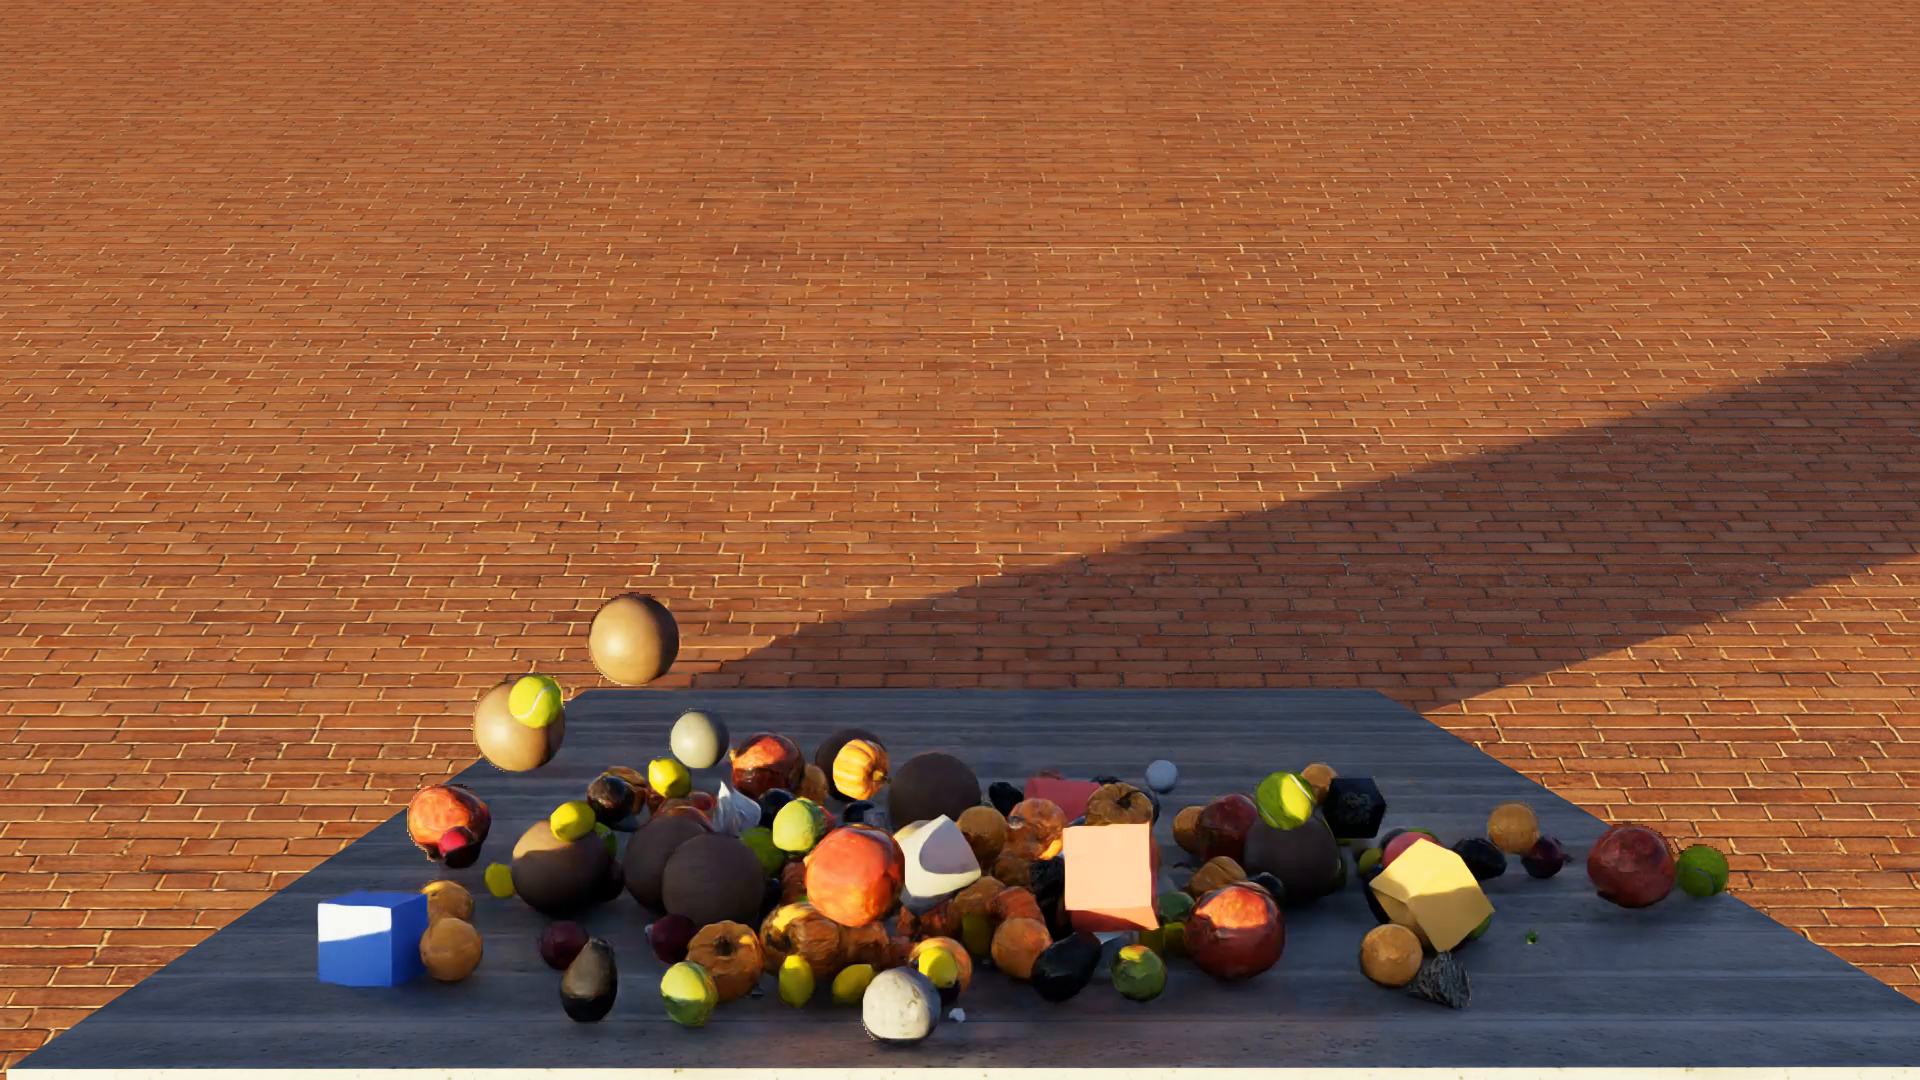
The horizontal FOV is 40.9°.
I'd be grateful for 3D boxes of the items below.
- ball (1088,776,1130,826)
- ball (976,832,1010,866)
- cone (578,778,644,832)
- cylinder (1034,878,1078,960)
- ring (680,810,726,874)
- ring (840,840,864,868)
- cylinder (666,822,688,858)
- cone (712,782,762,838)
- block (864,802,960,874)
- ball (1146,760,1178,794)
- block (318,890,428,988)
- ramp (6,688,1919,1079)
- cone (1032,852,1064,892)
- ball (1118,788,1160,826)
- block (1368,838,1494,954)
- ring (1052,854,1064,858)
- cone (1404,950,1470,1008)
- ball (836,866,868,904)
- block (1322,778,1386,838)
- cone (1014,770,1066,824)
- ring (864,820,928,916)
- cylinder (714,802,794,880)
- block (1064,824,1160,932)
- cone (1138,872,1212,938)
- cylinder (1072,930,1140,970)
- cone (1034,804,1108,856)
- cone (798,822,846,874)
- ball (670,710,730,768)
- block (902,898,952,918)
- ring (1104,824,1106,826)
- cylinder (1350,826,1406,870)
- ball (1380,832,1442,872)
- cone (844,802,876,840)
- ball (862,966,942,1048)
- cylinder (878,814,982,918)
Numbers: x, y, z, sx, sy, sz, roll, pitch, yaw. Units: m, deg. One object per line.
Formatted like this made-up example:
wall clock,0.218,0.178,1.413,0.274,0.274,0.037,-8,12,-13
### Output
ball,0.235,0.422,4.123,0.088,0.088,0.088,0,24,0
ball,0.048,0.453,3.774,0.050,0.050,0.050,0,24,0
cone,-0.546,0.445,4.123,0.093,0.093,0.093,27,29,5
cylinder,0.154,0.452,3.101,0.096,0.096,0.096,16,7,31
ring,-0.363,0.434,3.709,0.033,0.098,0.098,22,32,38
ring,-0.157,0.461,3.784,0.100,0.033,0.100,0,0,0
cylinder,-0.410,0.450,3.855,0.052,0.052,0.052,-1,24,-14
cone,-0.313,0.354,3.500,0.072,0.072,0.072,-10,39,8
block,-0.069,0.433,3.677,0.098,0.098,0.098,1,2,36
ball,0.358,0.420,4.567,0.060,0.060,0.060,0,24,0
block,-0.678,0.461,2.983,0.091,0.091,0.091,1,2,15
ramp,0.055,0.501,4.547,2.000,0.100,4.000,0,2,0
cone,0.099,0.398,3.165,0.051,0.051,0.051,-10,30,-22
ball,0.262,0.392,3.754,0.060,0.060,0.060,0,24,0
block,0.555,0.421,3.038,0.087,0.087,0.087,-39,19,-12
ring,0.165,0.464,3.620,0.117,0.039,0.117,0,2,0
cone,0.514,0.492,2.835,0.065,0.065,0.065,-30,2,39
ball,-0.143,0.464,3.467,0.050,0.050,0.050,0,24,0
block,0.550,0.375,3.599,0.060,0.060,0.060,2,33,-17
cone,0.120,0.431,4.105,0.099,0.099,0.099,-24,33,-38
ring,-0.066,0.404,3.175,0.045,0.134,0.134,34,38,24
cylinder,-0.293,0.427,3.659,0.083,0.083,0.083,-27,32,-16
block,0.168,0.375,2.851,0.094,0.094,0.094,-4,66,8
cone,0.276,0.477,3.228,0.092,0.092,0.092,28,31,11
cylinder,0.169,0.463,2.976,0.063,0.063,0.063,9,-6,19
cone,0.145,0.400,3.423,0.095,0.095,0.095,-4,24,-3
cone,-0.176,0.420,3.610,0.075,0.075,0.075,-18,-11,-35
ball,-0.380,0.291,3.762,0.086,0.086,0.086,0,24,0
block,-0.046,0.462,3.393,0.060,0.060,0.060,0,2,-10
ring,0.210,0.432,3.678,0.088,0.029,0.088,40,4,-3
cylinder,0.613,0.447,3.734,0.065,0.065,0.065,-15,9,-30
ball,0.616,0.442,3.493,0.092,0.092,0.092,0,24,0
cone,-0.161,0.455,3.868,0.090,0.090,0.090,20,39,37
ball,-0.060,0.478,2.639,0.081,0.081,0.081,0,24,0
cylinder,-0.035,0.379,2.994,0.087,0.087,0.087,-30,33,-15
